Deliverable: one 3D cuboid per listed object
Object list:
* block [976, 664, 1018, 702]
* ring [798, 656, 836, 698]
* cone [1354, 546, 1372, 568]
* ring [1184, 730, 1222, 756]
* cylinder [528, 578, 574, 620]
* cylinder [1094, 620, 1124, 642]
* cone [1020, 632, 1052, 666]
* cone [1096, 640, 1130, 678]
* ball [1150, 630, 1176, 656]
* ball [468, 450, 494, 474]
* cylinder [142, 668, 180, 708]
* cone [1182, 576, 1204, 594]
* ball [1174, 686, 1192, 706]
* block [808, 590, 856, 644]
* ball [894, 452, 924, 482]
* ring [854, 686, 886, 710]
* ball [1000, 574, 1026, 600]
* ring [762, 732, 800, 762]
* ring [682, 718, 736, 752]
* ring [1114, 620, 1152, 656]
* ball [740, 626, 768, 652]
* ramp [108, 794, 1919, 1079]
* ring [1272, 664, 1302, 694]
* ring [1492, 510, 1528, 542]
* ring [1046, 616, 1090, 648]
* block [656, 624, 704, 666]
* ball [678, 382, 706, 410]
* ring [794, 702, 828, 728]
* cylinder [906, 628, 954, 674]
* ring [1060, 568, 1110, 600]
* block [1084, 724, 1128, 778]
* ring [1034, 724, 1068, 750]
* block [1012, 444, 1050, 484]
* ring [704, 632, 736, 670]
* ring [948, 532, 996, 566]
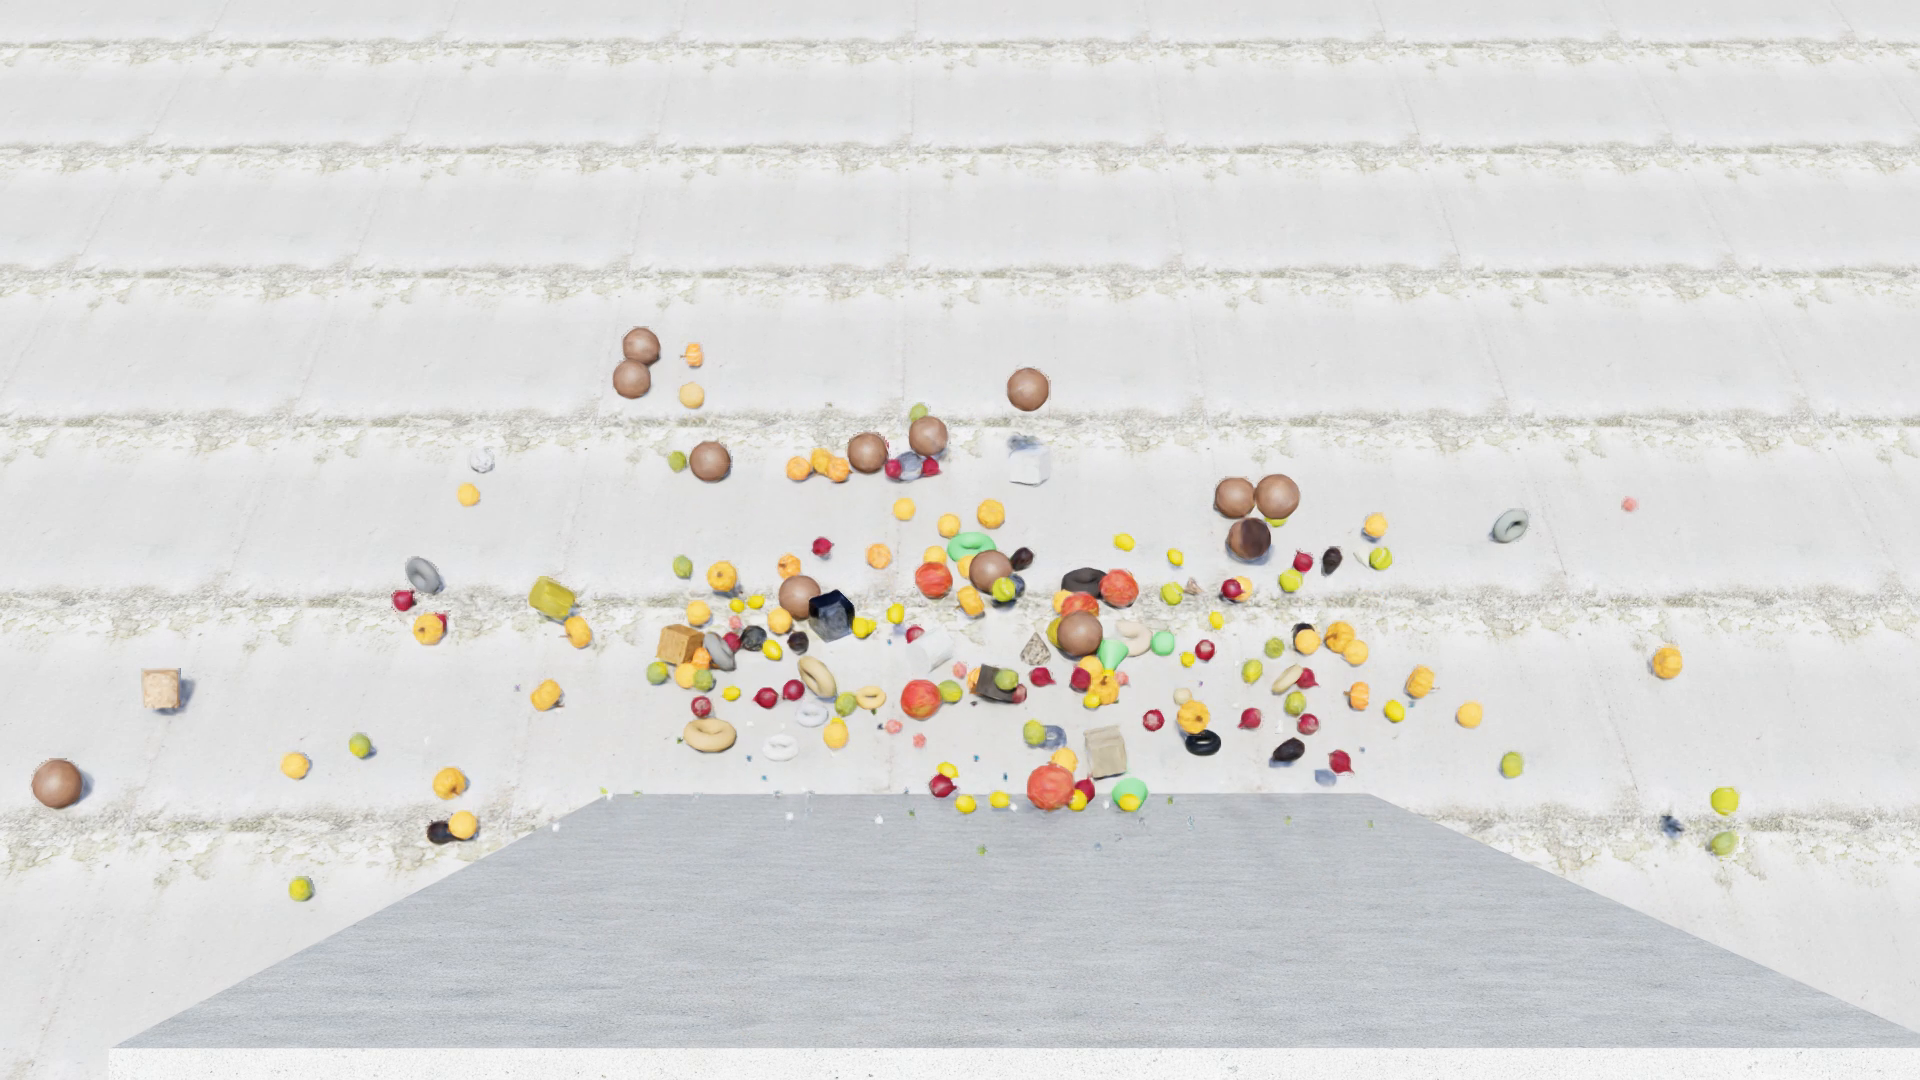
[{"bbox_3d":[0.102,0.395,7.220,0.081,0.081,0.081,13,0,-22],"label":"block"},{"bbox_3d":[-0.395,0.377,7.166,0.046,0.139,0.139,-40,49,-21],"label":"ring"},{"bbox_3d":[1.220,0.061,7.808,0.061,0.061,0.061,-6,58,-9],"label":"cone"},{"bbox_3d":[0.663,0.554,7.090,0.101,0.034,0.101,-3,33,2],"label":"ring"},{"bbox_3d":[-1.176,0.170,7.474,0.094,0.094,0.094,31,21,-31],"label":"cylinder"},{"bbox_3d":[0.425,0.269,7.407,0.063,0.063,0.063,-17,49,20],"label":"cylinder"},{"bbox_3d":[0.217,0.295,7.416,0.092,0.092,0.092,0,35,0],"label":"cone"},{"bbox_3d":[0.424,0.349,7.375,0.099,0.099,0.099,7,60,10],"label":"cone"},{"bbox_3d":[0.582,0.295,7.433,0.072,0.072,0.072,0,35,0],"label":"ball"},{"bbox_3d":[-1.516,-0.249,8.220,0.076,0.076,0.076,0,35,0],"label":"ball"},{"bbox_3d":[-2.204,0.410,7.162,0.098,0.098,0.098,0,4,0],"label":"cylinder"},{"bbox_3d":[0.697,0.147,7.672,0.060,0.060,0.060,26,40,9],"label":"cone"},{"bbox_3d":[0.621,0.436,7.244,0.054,0.054,0.054,0,35,0],"label":"ball"},{"bbox_3d":[-0.371,0.221,7.518,0.098,0.098,0.098,-19,39,-26],"label":"block"},{"bbox_3d":[-0.163,-0.232,8.179,0.094,0.094,0.094,0,35,0],"label":"ball"},{"bbox_3d":[-0.250,0.440,7.260,0.089,0.030,0.089,-1,35,1],"label":"ring"},{"bbox_3d":[0.156,0.136,7.613,0.075,0.075,0.075,0,35,0],"label":"ball"},{"bbox_3d":[-0.488,0.564,7.075,0.106,0.035,0.106,-1,34,1],"label":"ring"},{"bbox_3d":[-0.684,0.532,7.092,0.146,0.049,0.146,4,22,-2],"label":"ring"},{"bbox_3d":[0.482,0.283,7.472,0.146,0.049,0.146,0,33,0],"label":"ring"},{"bbox_3d":[-0.591,0.282,7.446,0.077,0.077,0.077,0,35,0],"label":"ball"},{"bbox_3d":[0.076,0.659,4.815,2.000,0.100,4.000,0,-2,0],"label":"ramp"},{"bbox_3d":[0.914,0.389,7.256,0.035,0.104,0.104,47,45,-1],"label":"ring"},{"bbox_3d":[1.670,-0.043,7.872,0.120,0.120,0.040,-14,46,-19],"label":"ring"},{"bbox_3d":[0.313,0.267,7.500,0.131,0.044,0.131,1,34,-1],"label":"ring"},{"bbox_3d":[-0.795,0.299,7.384,0.090,0.090,0.090,17,11,24],"label":"block"},{"bbox_3d":[-0.881,-0.475,8.537,0.089,0.089,0.089,0,35,0],"label":"ball"},{"bbox_3d":[-0.412,0.484,7.195,0.093,0.031,0.093,0,33,0],"label":"ring"},{"bbox_3d":[-0.086,0.314,7.383,0.098,0.098,0.098,28,43,34],"label":"cylinder"},{"bbox_3d":[0.370,0.130,7.682,0.148,0.049,0.148,-5,26,2],"label":"ring"},{"bbox_3d":[0.390,0.565,6.952,0.093,0.093,0.093,-11,30,-5],"label":"block"},{"bbox_3d":[0.247,0.542,7.111,0.095,0.032,0.095,1,35,-1],"label":"ring"},{"bbox_3d":[0.223,-0.238,8.167,0.092,0.092,0.092,9,24,23],"label":"block"},{"bbox_3d":[-0.681,0.314,7.360,0.042,0.126,0.126,-35,37,7],"label":"ring"},{"bbox_3d":[0.035,0.027,7.843,0.149,0.050,0.149,0,33,0],"label":"ring"}]
